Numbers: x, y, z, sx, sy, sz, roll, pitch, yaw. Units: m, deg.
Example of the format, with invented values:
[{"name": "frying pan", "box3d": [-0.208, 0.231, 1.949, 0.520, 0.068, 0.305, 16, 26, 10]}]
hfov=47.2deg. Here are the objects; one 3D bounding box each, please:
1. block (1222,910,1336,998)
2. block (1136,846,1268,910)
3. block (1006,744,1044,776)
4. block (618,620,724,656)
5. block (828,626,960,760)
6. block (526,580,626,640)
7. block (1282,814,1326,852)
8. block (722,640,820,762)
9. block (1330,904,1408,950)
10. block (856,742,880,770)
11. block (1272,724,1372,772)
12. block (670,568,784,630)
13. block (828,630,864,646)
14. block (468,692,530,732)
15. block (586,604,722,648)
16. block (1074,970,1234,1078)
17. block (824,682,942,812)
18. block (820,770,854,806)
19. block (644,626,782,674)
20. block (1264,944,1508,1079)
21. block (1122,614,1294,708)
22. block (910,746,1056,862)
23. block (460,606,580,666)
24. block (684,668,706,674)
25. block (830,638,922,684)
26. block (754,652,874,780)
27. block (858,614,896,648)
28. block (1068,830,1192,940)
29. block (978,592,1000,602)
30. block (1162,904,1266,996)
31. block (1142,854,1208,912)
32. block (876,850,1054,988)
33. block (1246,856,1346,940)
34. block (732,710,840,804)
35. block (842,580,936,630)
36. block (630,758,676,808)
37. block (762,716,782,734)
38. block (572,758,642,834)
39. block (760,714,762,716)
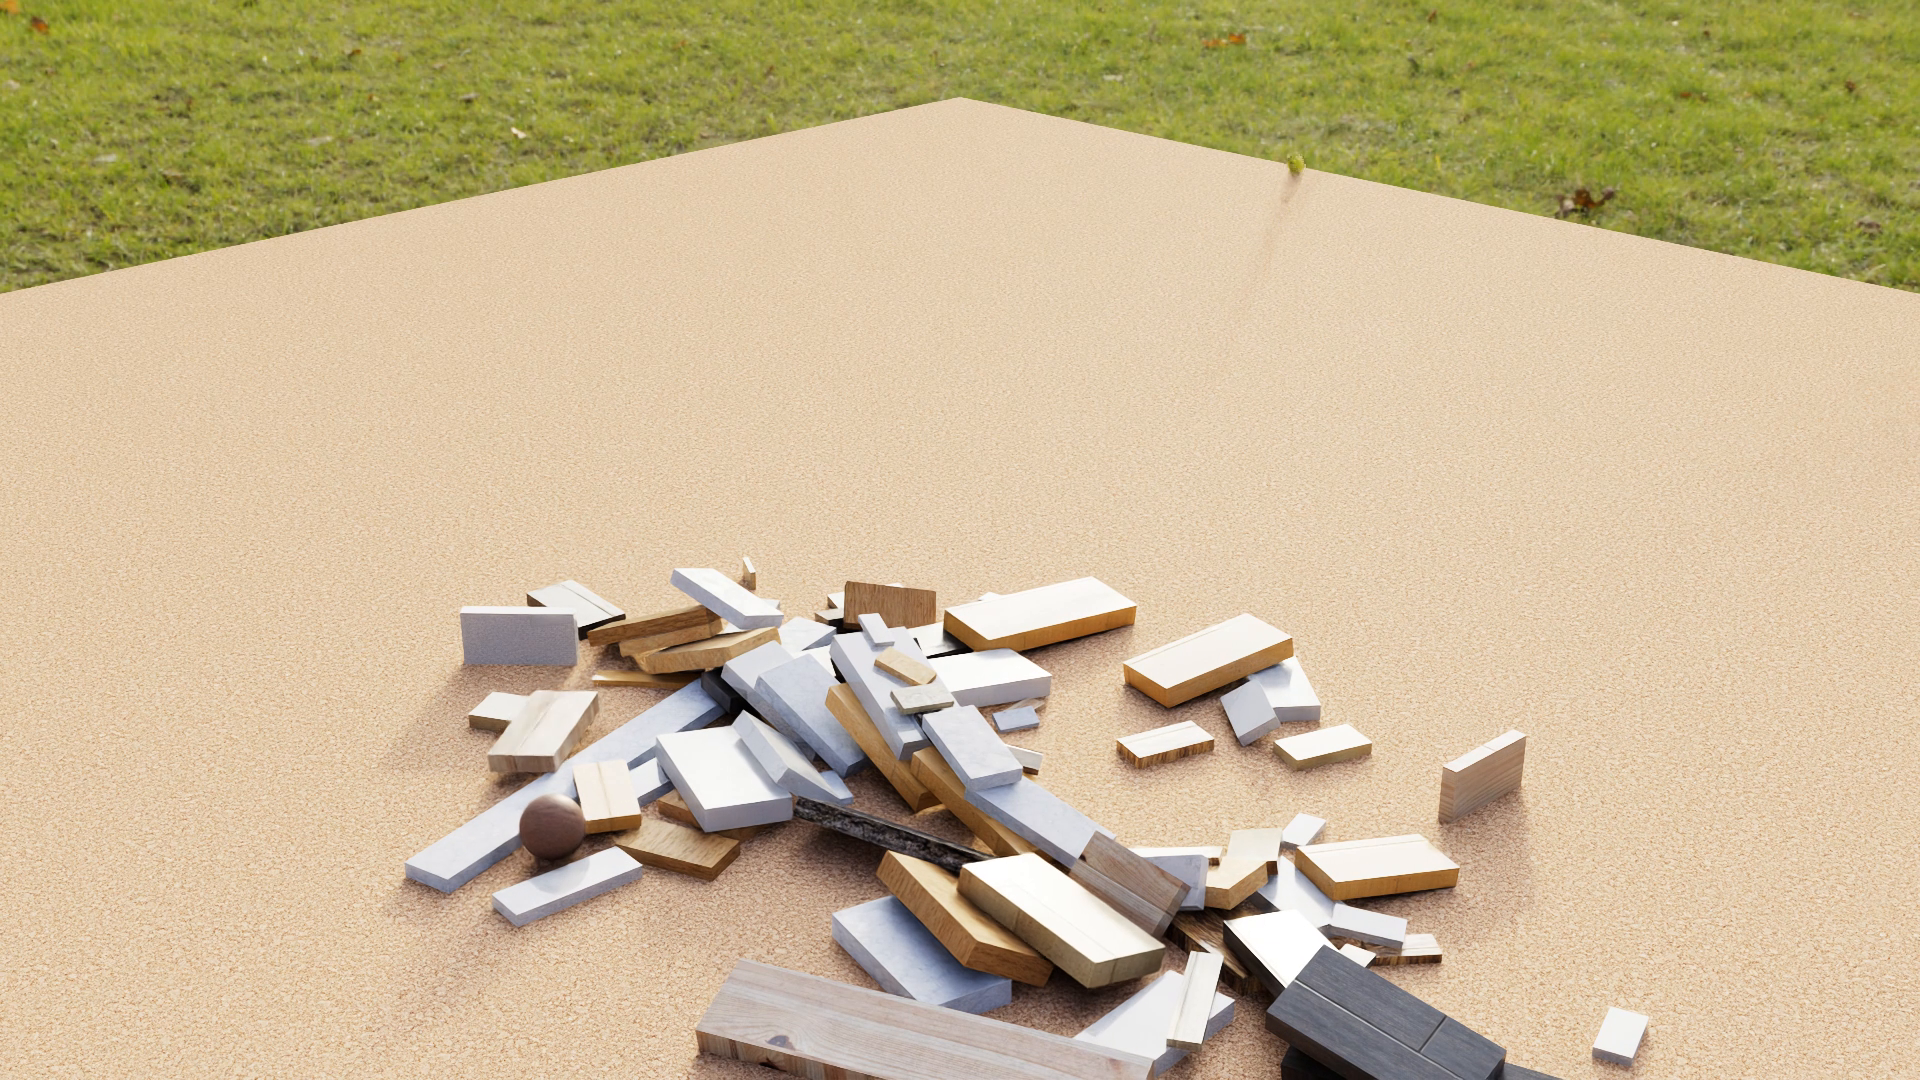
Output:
[{"name": "block", "box3d": [0.578, 0.729, 3.838, 0.141, 0.040, 0.282, -6, 16, -15]}, {"name": "block", "box3d": [0.418, 0.632, 4.130, 0.282, 0.040, 0.141, 2, 15, 37]}, {"name": "block", "box3d": [0.108, 0.439, 4.441, 0.113, 0.016, 0.057, 14, 34, 5]}, {"name": "block", "box3d": [-0.664, 0.223, 5.060, 0.217, 0.031, 0.108, -12, 5, 10]}, {"name": "block", "box3d": [-0.122, 0.318, 4.607, 0.173, 0.049, 0.347, -6, 40, -30]}, {"name": "block", "box3d": [-0.929, 0.168, 5.319, 0.127, 0.036, 0.254, -18, 29, -36]}, {"name": "block", "box3d": [0.678, 0.582, 4.368, 0.058, 0.017, 0.117, 13, 26, 28]}, {"name": "block", "box3d": [-0.361, 0.345, 4.753, 0.297, 0.042, 0.149, 40, 41, 25]}, {"name": "block", "box3d": [0.744, 0.704, 4.007, 0.131, 0.019, 0.066, 11, 30, 12]}, {"name": "block", "box3d": [-0.156, 0.452, 4.602, 0.059, 0.017, 0.118, -22, 61, -43]}, {"name": "block", "box3d": [0.772, 0.442, 4.686, 0.187, 0.027, 0.094, -10, 25, -23]}, {"name": "block", "box3d": [-0.536, 0.134, 5.052, 0.254, 0.036, 0.127, 30, 18, 35]}, {"name": "block", "box3d": [-0.247, 0.256, 5.126, 0.090, 0.026, 0.180, 18, 29, 35]}, {"name": "block", "box3d": [-0.944, 0.386, 4.810, 0.228, 0.032, 0.114, 7, 24, 15]}, {"name": "block", "box3d": [-0.698, 0.193, 5.106, 0.310, 0.036, 0.127, -12, 5, 19]}, {"name": "block", "box3d": [0.329, 0.834, 3.745, 0.139, 0.039, 0.278, 19, 30, 38]}, {"name": "block", "box3d": [-0.113, 0.412, 4.563, 0.173, 0.049, 0.346, -12, 43, -36]}, {"name": "block", "box3d": [-0.267, 0.513, 4.529, 0.060, 0.017, 0.121, -9, 25, -20]}, {"name": "block", "box3d": [-0.556, 0.249, 4.941, 0.297, 0.042, 0.149, -9, 9, 44]}, {"name": "block", "box3d": [0.690, 0.812, 3.578, 0.346, 0.049, 0.173, 28, 51, 29]}, {"name": "block", "box3d": [0.564, 0.271, 4.992, 0.347, 0.049, 0.174, -20, 26, -24]}, {"name": "block", "box3d": [0.076, 0.515, 4.378, 0.173, 0.049, 0.347, -18, 43, -36]}, {"name": "block", "box3d": [-1.014, 0.221, 5.073, 0.261, 0.131, 0.037, 1, 23, 1]}, {"name": "block", "box3d": [-0.626, 0.278, 5.087, 0.050, 0.014, 0.099, -9, 24, -19]}, {"name": "block", "box3d": [-0.175, 0.291, 4.926, 0.217, 0.108, 0.031, -10, -20, -34]}, {"name": "block", "box3d": [-0.286, 0.372, 4.681, 0.149, 0.042, 0.297, -22, 55, -42]}, {"name": "block", "box3d": [-0.179, 0.193, 4.705, 0.047, 0.013, 0.095, -4, 39, -28]}, {"name": "block", "box3d": [0.308, 0.635, 4.056, 0.227, 0.113, 0.032, 26, -9, 43]}, {"name": "block", "box3d": [0.097, 0.153, 5.383, 0.095, 0.014, 0.048, 15, 27, 32]}, {"name": "block", "box3d": [0.481, 0.724, 4.003, 0.141, 0.040, 0.282, -14, 27, -29]}, {"name": "block", "box3d": [0.361, 0.635, 4.059, 0.195, 0.028, 0.098, -8, 60, 33]}, {"name": "block", "box3d": [0.006, 0.681, 3.969, 0.180, 0.051, 0.359, 22, 7, -33]}, {"name": "block", "box3d": [0.626, 0.675, 4.127, 0.118, 0.033, 0.236, -12, 26, -26]}, {"name": "block", "box3d": [-0.359, 0.455, 4.515, 0.144, 0.041, 0.287, 36, 2, -31]}, {"name": "block", "box3d": [-0.166, 0.164, 5.202, 0.217, 0.031, 0.108, 7, 62, -12]}, {"name": "block", "box3d": [-0.642, 0.500, 4.549, 0.094, 0.027, 0.188, 18, 29, 36]}, {"name": "block", "box3d": [-0.379, 0.398, 4.771, 0.056, 0.016, 0.112, -25, 41, -26]}, {"name": "block", "box3d": [-0.711, 0.514, 4.420, 0.109, 0.031, 0.218, -6, 26, -15]}, {"name": "block", "box3d": [-0.379, 0.372, 4.841, 0.112, 0.016, 0.056, -21, 29, -22]}]
